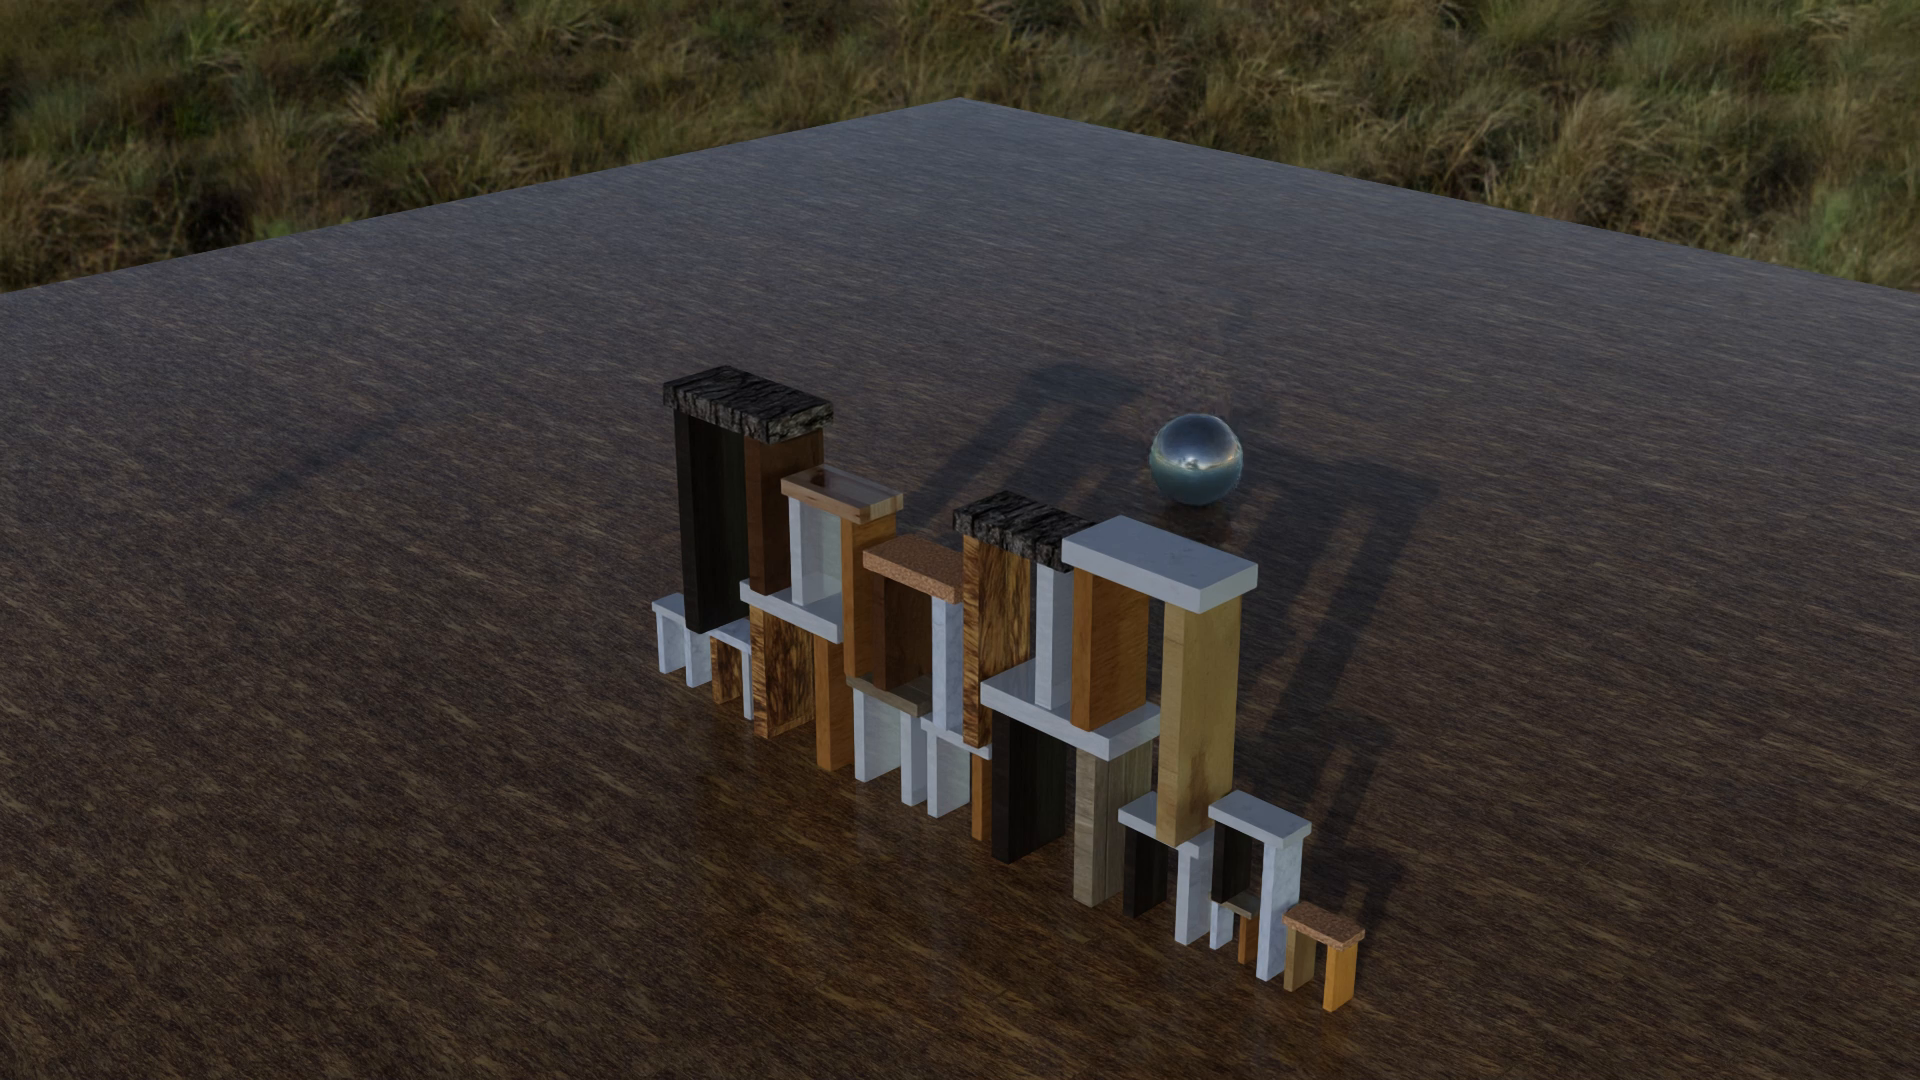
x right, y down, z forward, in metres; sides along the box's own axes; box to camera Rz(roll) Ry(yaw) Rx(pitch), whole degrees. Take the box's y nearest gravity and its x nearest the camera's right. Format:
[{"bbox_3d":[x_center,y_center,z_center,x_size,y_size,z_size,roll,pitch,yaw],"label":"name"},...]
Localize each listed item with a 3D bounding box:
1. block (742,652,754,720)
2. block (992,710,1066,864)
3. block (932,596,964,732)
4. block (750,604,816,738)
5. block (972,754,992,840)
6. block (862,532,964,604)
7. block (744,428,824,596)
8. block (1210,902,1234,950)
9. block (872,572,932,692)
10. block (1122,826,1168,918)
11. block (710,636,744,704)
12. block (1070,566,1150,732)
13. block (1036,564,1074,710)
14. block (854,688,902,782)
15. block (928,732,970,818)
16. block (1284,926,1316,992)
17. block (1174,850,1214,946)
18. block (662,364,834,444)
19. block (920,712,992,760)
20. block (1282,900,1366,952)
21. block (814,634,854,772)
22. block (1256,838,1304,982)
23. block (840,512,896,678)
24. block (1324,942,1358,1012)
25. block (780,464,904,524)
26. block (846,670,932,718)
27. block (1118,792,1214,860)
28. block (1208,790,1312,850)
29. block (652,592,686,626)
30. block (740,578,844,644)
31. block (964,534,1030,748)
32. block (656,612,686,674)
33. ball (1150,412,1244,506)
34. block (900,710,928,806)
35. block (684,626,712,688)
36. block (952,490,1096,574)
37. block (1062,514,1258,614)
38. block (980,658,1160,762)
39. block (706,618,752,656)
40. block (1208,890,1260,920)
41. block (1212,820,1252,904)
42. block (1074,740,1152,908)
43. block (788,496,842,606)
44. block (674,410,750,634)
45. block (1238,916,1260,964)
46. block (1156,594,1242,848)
[{"bbox_3d":[-0.439,0.307,4.830,0.023,0.162,0.081,21,31,41],"label":"block"},{"bbox_3d":[0.135,0.454,4.277,0.046,0.324,0.162,21,31,41],"label":"block"},{"bbox_3d":[0.004,0.224,4.322,0.036,0.281,0.128,21,31,40],"label":"block"},{"bbox_3d":[-0.376,0.262,4.751,0.043,0.307,0.153,21,31,41],"label":"block"},{"bbox_3d":[0.066,0.493,4.358,0.027,0.188,0.094,21,31,40],"label":"block"},{"bbox_3d":[-0.056,0.055,4.316,0.256,0.036,0.128,21,31,41],"label":"block"},{"bbox_3d":[-0.363,-0.072,4.592,0.049,0.345,0.172,21,31,41],"label":"block"},{"bbox_3d":[0.477,0.692,4.003,0.014,0.098,0.049,21,31,41],"label":"block"},{"bbox_3d":[-0.117,0.165,4.428,0.128,0.256,0.036,-21,31,-40],"label":"block"},{"bbox_3d":[0.347,0.602,4.099,0.027,0.190,0.095,21,31,41],"label":"block"},{"bbox_3d":[-0.515,0.277,4.901,0.023,0.162,0.081,21,31,41],"label":"block"},{"bbox_3d":[0.274,0.176,3.995,0.045,0.315,0.157,21,31,41],"label":"block"},{"bbox_3d":[0.204,0.159,4.074,0.040,0.285,0.143,21,31,41],"label":"block"},{"bbox_3d":[-0.171,0.389,4.574,0.030,0.211,0.105,21,31,41],"label":"block"},{"bbox_3d":[-0.023,0.459,4.439,0.094,0.188,0.027,-21,31,-41],"label":"block"},{"bbox_3d":[0.602,0.727,3.882,0.018,0.129,0.064,21,31,41],"label":"block"},{"bbox_3d":[0.437,0.637,4.017,0.027,0.190,0.095,21,31,41],"label":"block"},{"bbox_3d":[-0.444,-0.285,4.589,0.345,0.049,0.172,21,31,41],"label":"block"},{"bbox_3d":[0.022,0.377,4.357,0.188,0.027,0.094,21,31,40],"label":"block"},{"bbox_3d":[0.632,0.671,3.825,0.129,0.018,0.064,21,31,41],"label":"block"},{"bbox_3d":[-0.232,0.318,4.618,0.043,0.307,0.153,21,31,41],"label":"block"},{"bbox_3d":[0.566,0.644,3.890,0.023,0.276,0.082,21,31,41],"label":"block"},{"bbox_3d":[-0.183,0.102,4.462,0.118,0.346,0.033,-21,31,-40],"label":"block"},{"bbox_3d":[0.662,0.751,3.826,0.018,0.129,0.064,21,31,41],"label":"block"},{"bbox_3d":[-0.239,-0.094,4.439,0.236,0.033,0.118,21,31,40],"label":"block"},{"bbox_3d":[-0.122,0.298,4.481,0.105,0.030,0.211,-21,31,-40],"label":"block"},{"bbox_3d":[0.392,0.520,4.016,0.095,0.027,0.190,-21,31,-41],"label":"block"},{"bbox_3d":[0.527,0.491,3.867,0.164,0.023,0.082,21,31,41],"label":"block"},{"bbox_3d":[-0.621,0.160,4.973,0.149,0.021,0.075,21,31,41],"label":"block"},{"bbox_3d":[-0.304,0.129,4.616,0.307,0.043,0.153,21,31,41],"label":"block"},{"bbox_3d":[0.071,0.177,4.230,0.040,0.440,0.143,21,31,40],"label":"block"},{"bbox_3d":[-0.656,0.225,5.039,0.021,0.149,0.075,21,31,41],"label":"block"},{"bbox_3d":[0.640,-0.220,5.957,0.252,0.252,0.252,0,23,0],"label":"ball"},{"bbox_3d":[-0.072,0.428,4.482,0.030,0.211,0.105,21,31,41],"label":"block"},{"bbox_3d":[-0.586,0.253,4.974,0.021,0.149,0.075,21,31,41],"label":"block"},{"bbox_3d":[0.138,-0.018,4.073,0.143,0.040,0.285,-21,31,-40],"label":"block"},{"bbox_3d":[0.348,0.040,3.856,0.315,0.045,0.157,21,31,41],"label":"block"},{"bbox_3d":[0.211,0.313,4.134,0.324,0.046,0.162,21,31,41],"label":"block"},{"bbox_3d":[-0.477,0.207,4.830,0.162,0.023,0.081,21,31,41],"label":"block"},{"bbox_3d":[0.500,0.650,3.960,0.098,0.014,0.049,21,31,41],"label":"block"},{"bbox_3d":[0.488,0.562,3.939,0.023,0.164,0.082,21,31,41],"label":"block"},{"bbox_3d":[0.288,0.513,4.136,0.046,0.324,0.162,21,31,41],"label":"block"},{"bbox_3d":[-0.295,0.008,4.543,0.033,0.236,0.118,21,31,41],"label":"block"},{"bbox_3d":[-0.525,-0.059,4.774,0.049,0.510,0.172,21,31,41],"label":"block"},{"bbox_3d":[0.524,0.711,3.960,0.014,0.098,0.049,21,31,41],"label":"block"},{"bbox_3d":[0.422,0.305,3.888,0.157,0.468,0.045,-21,31,-41],"label":"block"}]
